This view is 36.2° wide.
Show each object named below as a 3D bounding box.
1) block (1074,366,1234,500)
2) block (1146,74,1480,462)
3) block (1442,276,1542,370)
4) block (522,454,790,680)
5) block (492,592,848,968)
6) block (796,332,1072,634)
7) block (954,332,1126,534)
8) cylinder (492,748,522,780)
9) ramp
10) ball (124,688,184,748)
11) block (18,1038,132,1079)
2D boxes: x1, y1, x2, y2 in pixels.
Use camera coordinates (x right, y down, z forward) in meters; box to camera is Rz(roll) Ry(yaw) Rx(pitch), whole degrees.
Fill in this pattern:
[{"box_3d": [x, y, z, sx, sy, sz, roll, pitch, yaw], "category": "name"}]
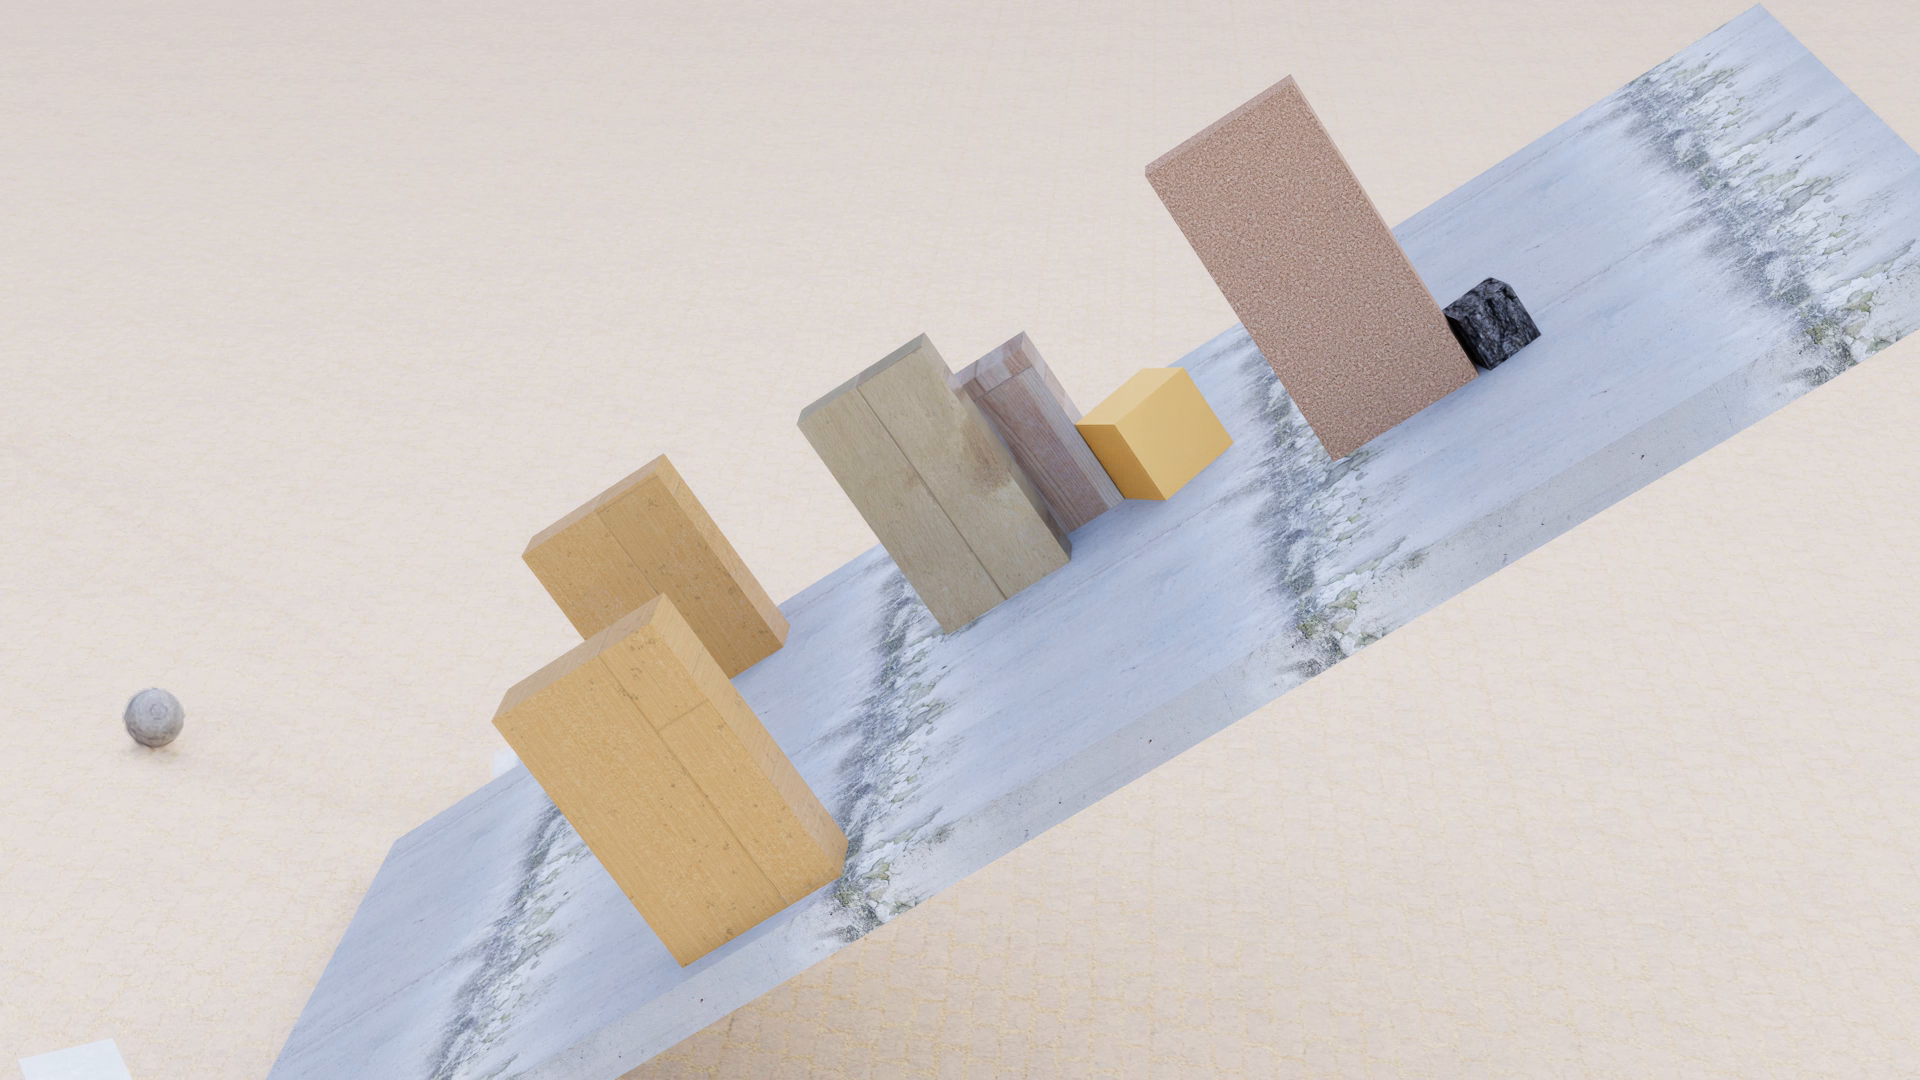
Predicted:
[{"box_3d": [0.417, -0.229, 6.333, 0.202, 0.202, 0.202, -40, 16, -16], "category": "block"}, {"box_3d": [0.685, -0.522, 5.712, 0.330, 0.689, 0.082, -31, 16, 14], "category": "block"}, {"box_3d": [1.037, -0.424, 5.752, 0.121, 0.121, 0.121, -35, 15, 0], "category": "block"}, {"box_3d": [-0.731, 0.124, 7.097, 0.398, 0.529, 0.136, -31, 16, 14], "category": "block"}, {"box_3d": [-0.539, 0.455, 5.532, 0.368, 0.608, 0.149, -31, 16, 14], "category": "block"}, {"box_3d": [-0.051, -0.117, 6.291, 0.319, 0.571, 0.102, -31, 16, 14], "category": "block"}, {"box_3d": [0.090, -0.175, 6.474, 0.387, 0.410, 0.137, -31, 16, 14], "category": "block"}, {"box_3d": [-1.199, 0.651, 8.091, 0.156, 0.156, 0.156, -1, 21, -2], "category": "cylinder"}, {"box_3d": [0.138, 0.172, 6.299, 4.000, 0.100, 2.000, -31, 16, 14], "category": "ramp"}, {"box_3d": [-2.313, 0.511, 8.446, 0.168, 0.168, 0.168, 0, 21, 0], "category": "ball"}, {"box_3d": [-1.926, 1.249, 6.436, 0.205, 0.205, 0.205, -10, 23, -25], "category": "block"}]
